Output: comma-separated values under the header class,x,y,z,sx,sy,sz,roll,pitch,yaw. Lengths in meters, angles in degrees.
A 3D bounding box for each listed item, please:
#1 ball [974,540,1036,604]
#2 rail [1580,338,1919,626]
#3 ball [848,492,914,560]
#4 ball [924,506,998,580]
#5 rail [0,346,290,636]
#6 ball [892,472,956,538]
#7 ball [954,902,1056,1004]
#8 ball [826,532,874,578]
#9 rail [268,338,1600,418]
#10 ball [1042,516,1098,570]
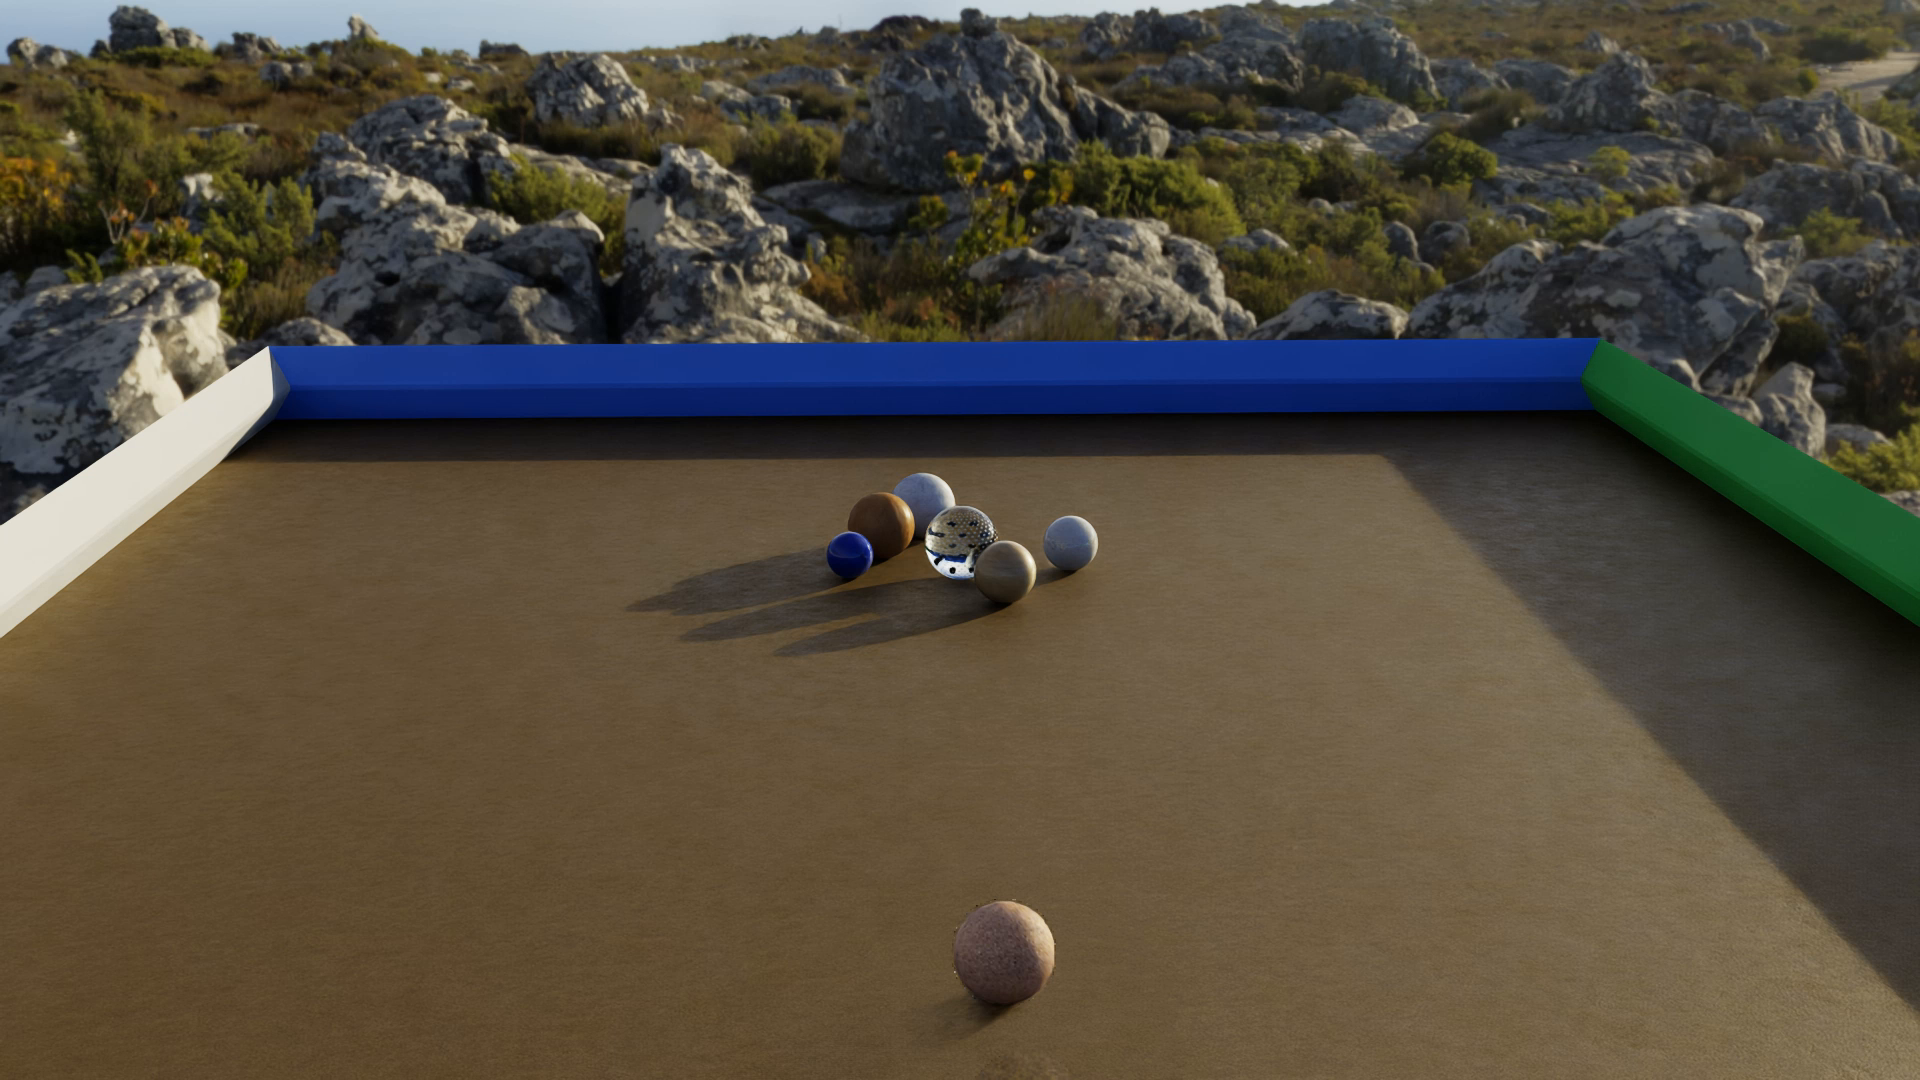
class,x,y,z,sx,sy,sz,roll,pitch,yaw
ball,0.055,0.039,2.689,0.077,0.077,0.077,0,15,0
rail,1.137,0.221,1.939,0.045,0.123,3.805,-1,15,-2
ball,-0.103,-0.019,2.879,0.088,0.088,0.088,0,15,0
ball,0.002,0.003,2.785,0.095,0.095,0.095,0,15,0
rail,-1.073,0.241,1.867,0.045,0.123,3.805,-1,15,-2
ball,-0.051,-0.046,2.975,0.089,0.089,0.089,0,15,0
ball,0.034,0.316,1.685,0.078,0.078,0.078,0,15,0
ball,-0.140,0.019,2.795,0.060,0.060,0.060,0,15,0
rail,-0.032,-0.269,3.713,2.258,0.123,0.045,-1,15,-2
ball,0.142,0.004,2.827,0.071,0.071,0.071,0,15,0
